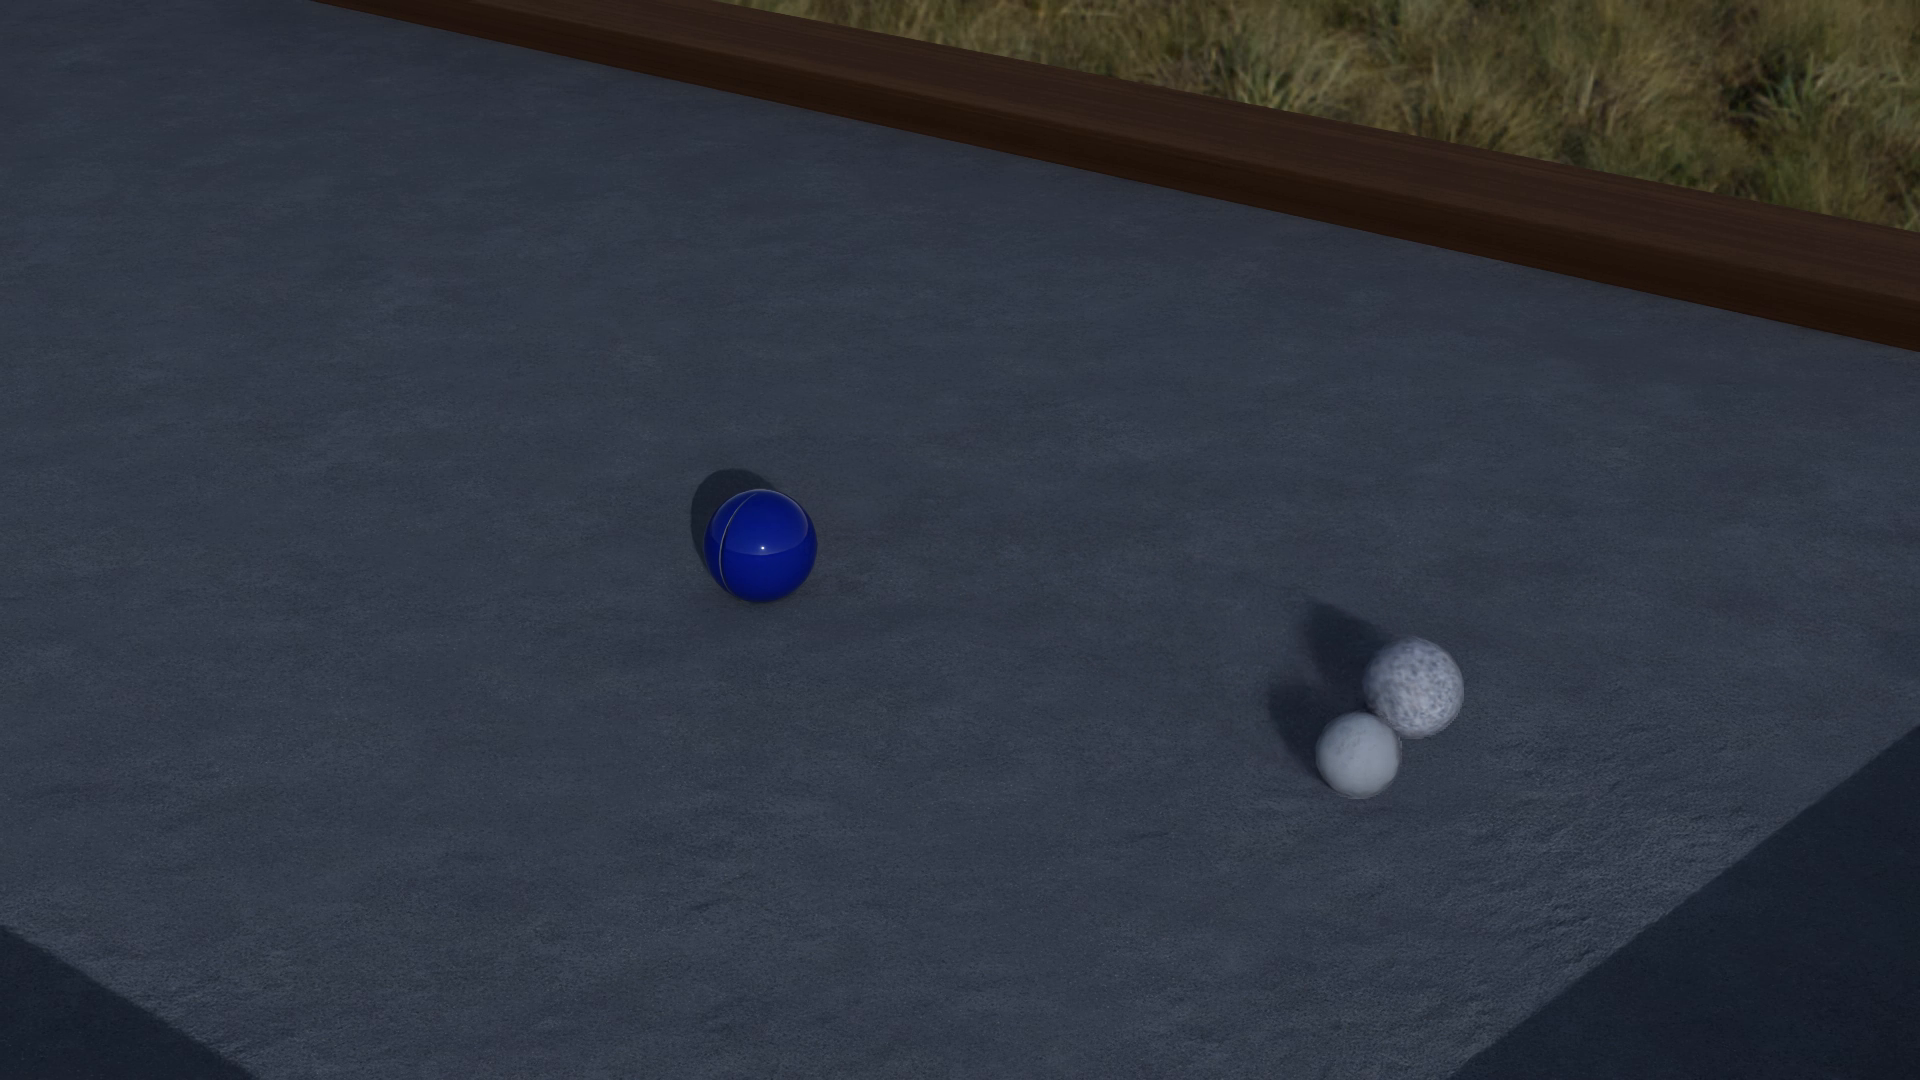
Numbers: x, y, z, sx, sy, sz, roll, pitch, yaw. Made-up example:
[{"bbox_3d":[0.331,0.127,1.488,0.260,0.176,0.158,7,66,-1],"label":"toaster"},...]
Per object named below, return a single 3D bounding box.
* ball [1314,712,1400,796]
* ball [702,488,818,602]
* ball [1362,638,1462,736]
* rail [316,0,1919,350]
[{"bbox_3d":[0.292,0.157,2.156,0.062,0.062,0.062,0,22,0],"label":"ball"},{"bbox_3d":[-0.169,0.005,2.487,0.097,0.097,0.097,0,22,0],"label":"ball"},{"bbox_3d":[0.346,0.112,2.248,0.076,0.076,0.076,0,22,0],"label":"ball"},{"bbox_3d":[-0.062,-0.604,3.955,4.278,0.126,0.045,18,28,38],"label":"rail"}]
